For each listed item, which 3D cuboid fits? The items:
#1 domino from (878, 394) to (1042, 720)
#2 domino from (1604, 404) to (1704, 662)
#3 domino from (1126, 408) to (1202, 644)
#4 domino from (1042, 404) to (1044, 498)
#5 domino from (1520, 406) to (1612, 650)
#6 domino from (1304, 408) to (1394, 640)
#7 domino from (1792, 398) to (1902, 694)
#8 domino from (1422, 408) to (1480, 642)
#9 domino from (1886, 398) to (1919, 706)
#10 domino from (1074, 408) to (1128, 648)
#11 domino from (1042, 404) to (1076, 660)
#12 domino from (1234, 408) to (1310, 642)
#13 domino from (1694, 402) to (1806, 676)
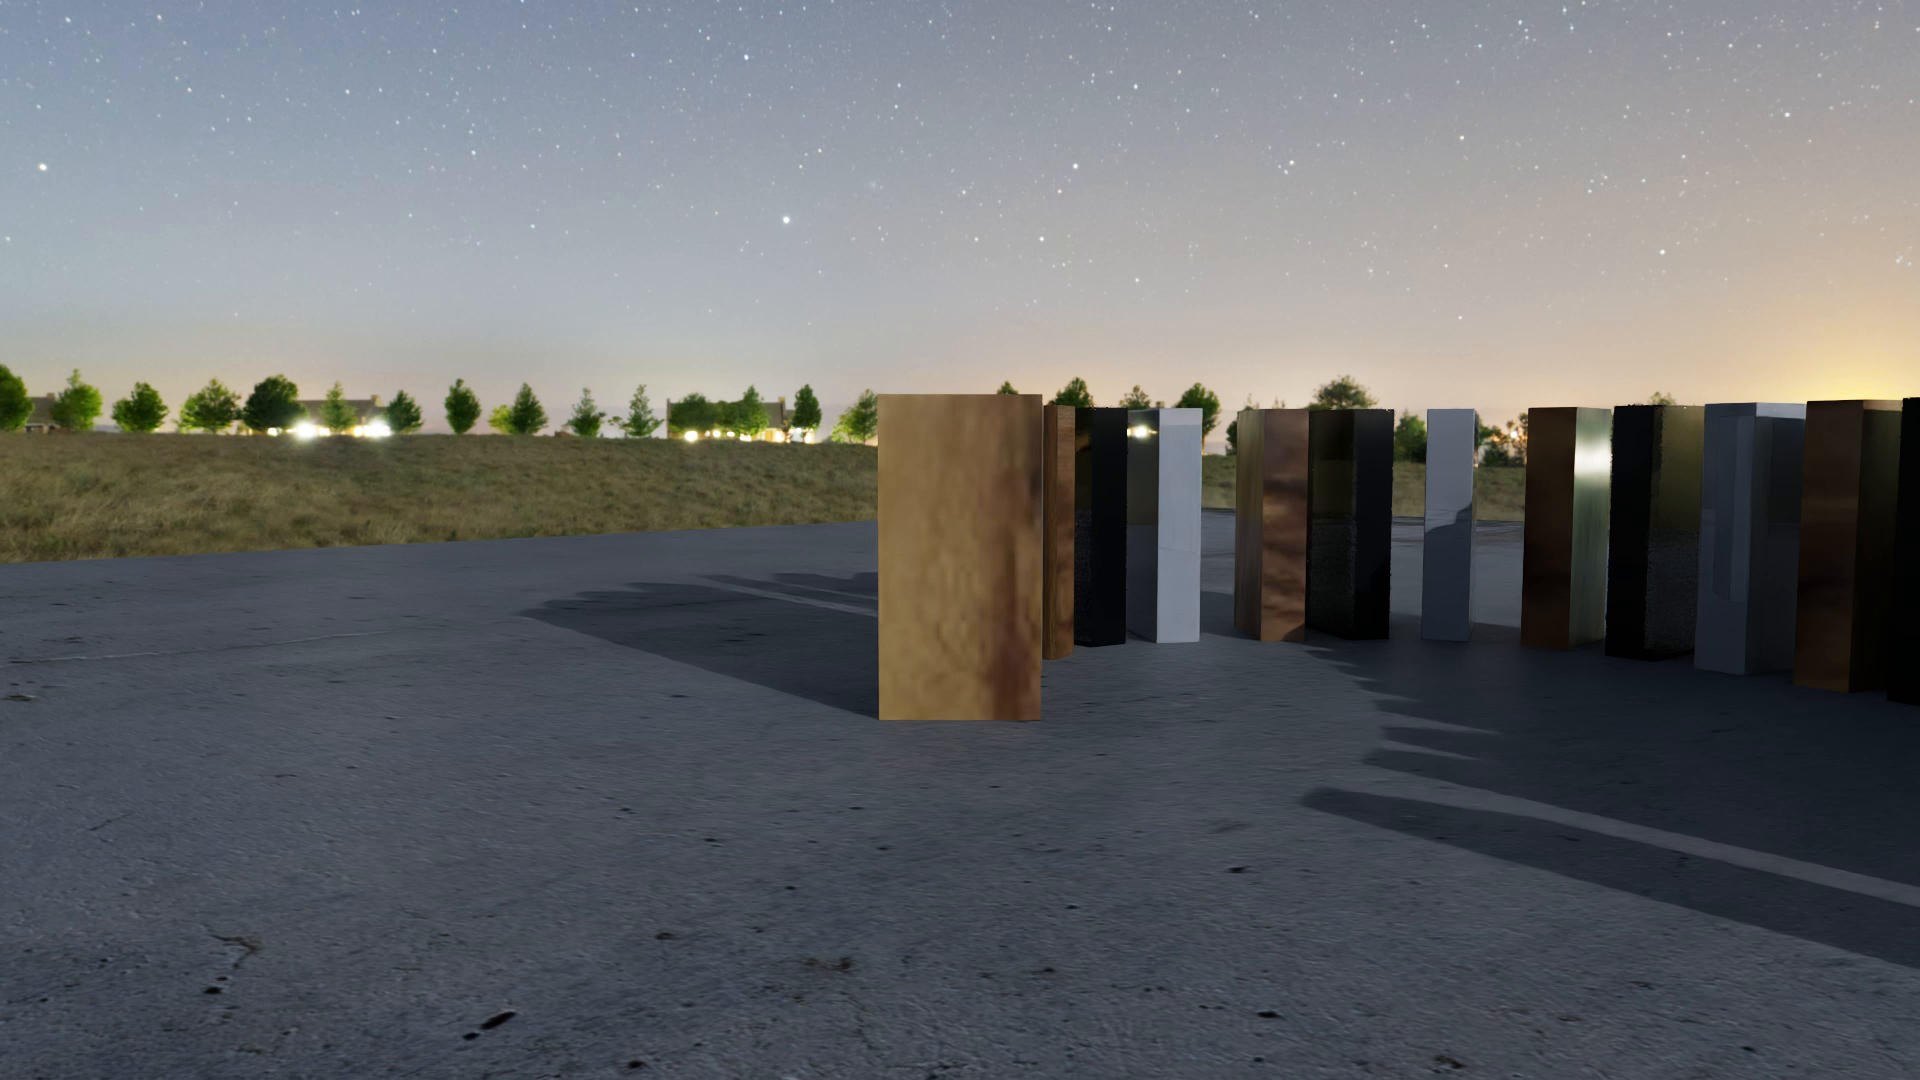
[{"bbox_3d":[0.000,0.002,0.201,0.025,0.050,0.010,0,4,0],"label":"domino"},{"bbox_3d":[0.143,-0.002,0.260,0.025,0.050,0.010,-3,5,-35],"label":"domino"},{"bbox_3d":[0.045,-0.004,0.285,0.009,0.050,0.025,-1,4,-9],"label":"domino"},{"bbox_3d":[0.002,0.000,0.238,0.025,0.050,0.009,1,4,12],"label":"domino"},{"bbox_3d":[0.130,-0.003,0.274,0.010,0.050,0.025,4,6,42],"label":"domino"},{"bbox_3d":[0.086,-0.004,0.290,0.010,0.050,0.025,-1,4,-11],"label":"domino"},{"bbox_3d":[0.161,0.001,0.226,0.025,0.050,0.009,-2,5,-24],"label":"domino"},{"bbox_3d":[0.110,-0.004,0.287,0.009,0.050,0.025,2,5,24],"label":"domino"},{"bbox_3d":[0.167,0.002,0.211,0.025,0.050,0.010,-2,5,-20],"label":"domino"},{"bbox_3d":[0.025,-0.003,0.279,0.009,0.050,0.025,-3,5,-32],"label":"domino"},{"bbox_3d":[0.010,-0.002,0.260,0.025,0.050,0.010,2,5,26],"label":"domino"},{"bbox_3d":[0.069,-0.004,0.287,0.009,0.050,0.025,0,4,-1],"label":"domino"},{"bbox_3d":[0.153,-0.001,0.244,0.025,0.050,0.009,-2,5,-28],"label":"domino"}]
